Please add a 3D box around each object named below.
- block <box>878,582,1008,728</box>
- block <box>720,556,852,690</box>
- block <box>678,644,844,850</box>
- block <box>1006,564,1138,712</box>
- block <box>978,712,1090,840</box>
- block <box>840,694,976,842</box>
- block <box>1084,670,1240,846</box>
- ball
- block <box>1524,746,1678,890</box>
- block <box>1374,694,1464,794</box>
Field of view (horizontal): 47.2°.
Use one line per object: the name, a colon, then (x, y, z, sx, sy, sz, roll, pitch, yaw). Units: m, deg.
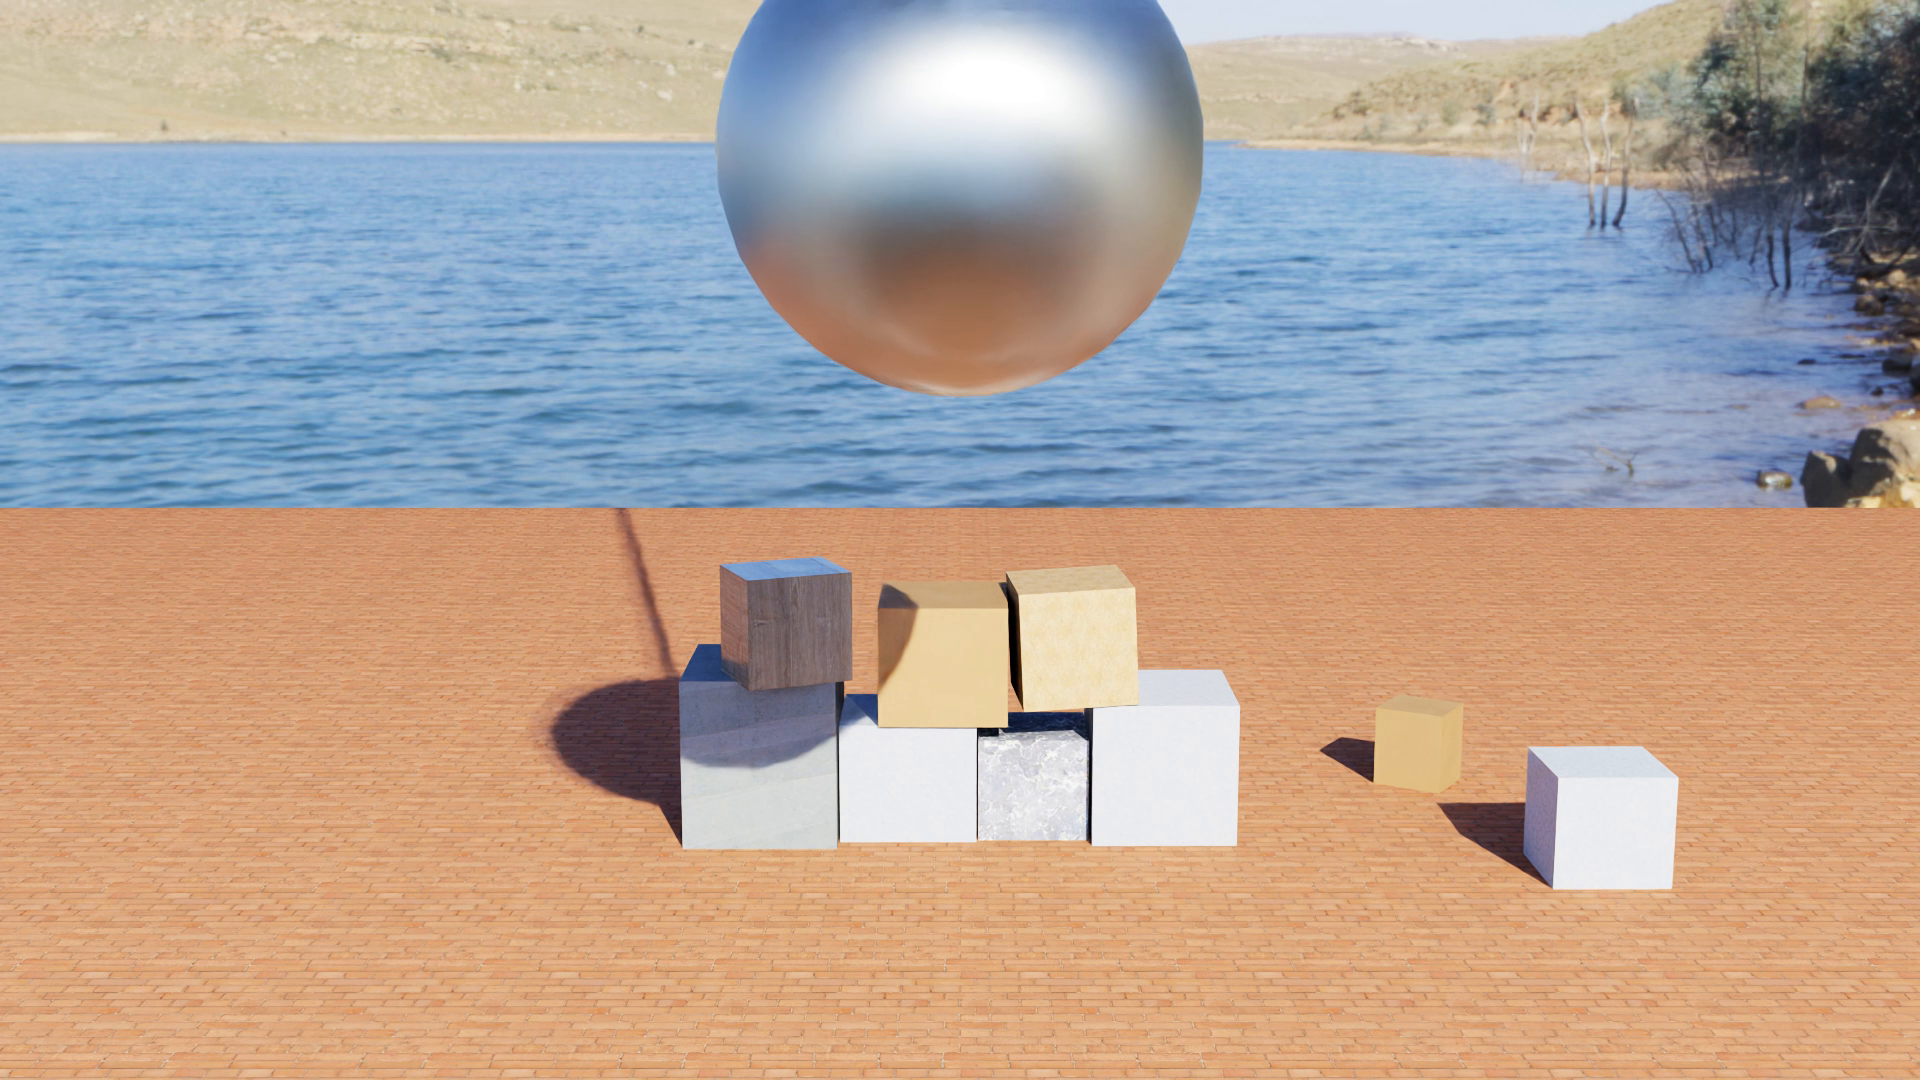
block: (-0.083, 0.577, 11.292, 0.647, 0.607, 0.686, 0, 10, 0)
block: (-0.867, 0.409, 10.949, 0.538, 0.547, 0.447, -4, 11, -23)
block: (-1.004, 1.052, 11.361, 0.774, 0.865, 0.821, 0, 10, 0)
block: (0.564, 0.491, 11.178, 0.577, 0.593, 0.616, -4, 10, -4)
block: (0.372, 1.218, 11.407, 0.559, 0.522, 0.564, 0, 10, 0)
block: (-0.262, 1.173, 11.411, 0.689, 0.609, 0.654, 0, 10, 0)
block: (1.029, 1.116, 11.398, 0.730, 0.725, 0.762, 0, 10, 0)
ball: (0.000, -1.272, 7.215, 1.600, 1.600, 1.600, 0, 10, 0)
block: (3.096, 1.340, 10.663, 0.566, 0.548, 0.541, 0, 10, -1)
block: (2.540, 1.124, 12.178, 0.377, 0.431, 0.349, 6, 12, 31)
